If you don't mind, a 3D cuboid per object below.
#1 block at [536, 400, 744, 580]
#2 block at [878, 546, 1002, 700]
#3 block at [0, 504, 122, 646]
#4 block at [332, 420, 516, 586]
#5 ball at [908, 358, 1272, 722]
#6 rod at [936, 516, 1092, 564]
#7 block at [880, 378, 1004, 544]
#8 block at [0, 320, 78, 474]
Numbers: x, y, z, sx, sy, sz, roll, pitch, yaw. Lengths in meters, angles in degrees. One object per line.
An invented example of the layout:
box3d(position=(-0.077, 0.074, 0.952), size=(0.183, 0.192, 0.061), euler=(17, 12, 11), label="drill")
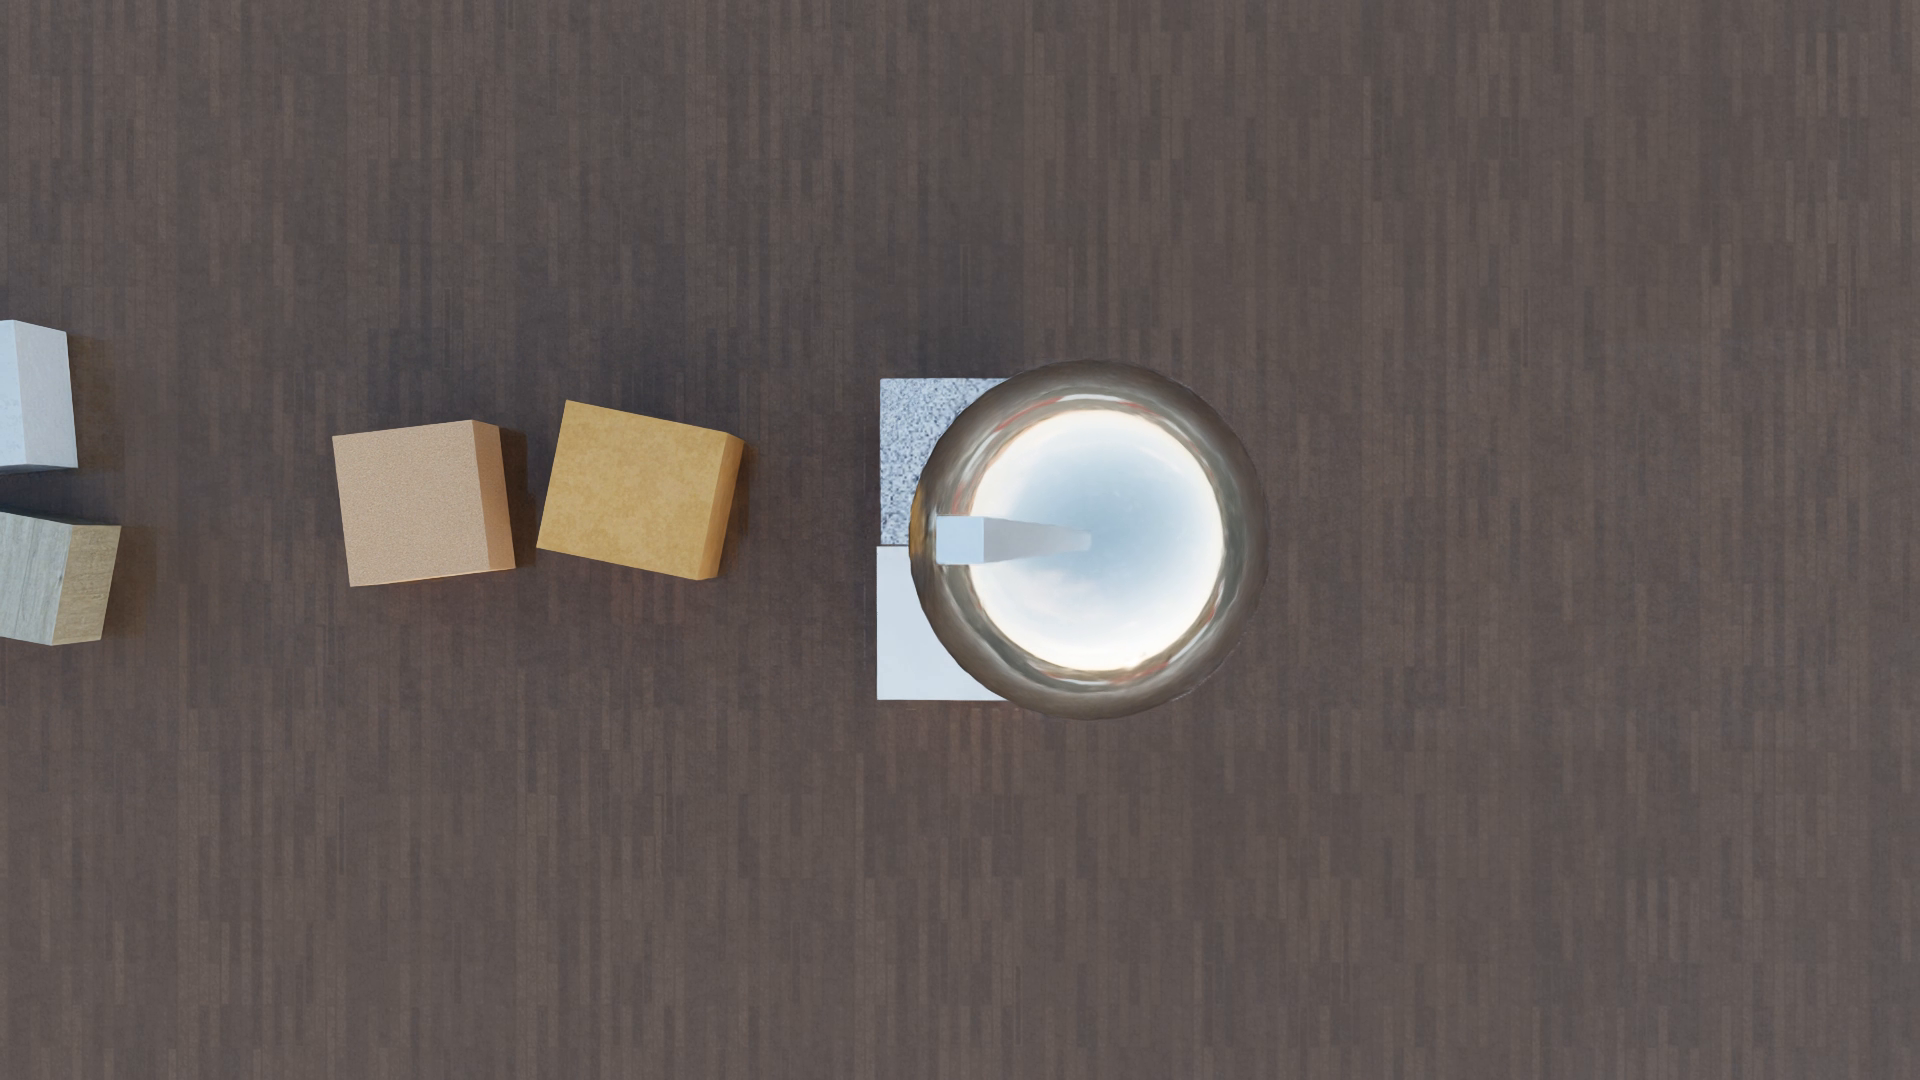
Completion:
box3d(position=(-1.796, -0.273, 12.517), size=(0.898, 0.967, 0.824), euler=(12, 90, 0), label="block")
box3d(position=(0.006, 0.462, 12.587), size=(0.930, 0.826, 0.843), euler=(0, 90, 0), label="block")
box3d(position=(-5.380, 0.187, 12.647), size=(0.735, 0.705, 0.685), euler=(10, 90, 0), label="block")
box3d(position=(-3.068, -0.206, 12.645), size=(0.786, 0.710, 0.845), euler=(-7, 90, 0), label="block")
box3d(position=(0.568, 0.000, 9.715), size=(1.600, 1.600, 1.600), euler=(0, 90, 0), label="ball")
box3d(position=(0.246, 0.000, 6.331), size=(0.080, 5.200, 0.080), euler=(0, 90, 5), label="rod")
box3d(position=(0.022, -0.432, 12.532), size=(0.915, 0.935, 0.913), euler=(0, 90, 0), label="block")
box3d(position=(-5.654, -0.792, 12.640), size=(0.813, 0.721, 0.806), euler=(-5, 90, 0), label="block")
